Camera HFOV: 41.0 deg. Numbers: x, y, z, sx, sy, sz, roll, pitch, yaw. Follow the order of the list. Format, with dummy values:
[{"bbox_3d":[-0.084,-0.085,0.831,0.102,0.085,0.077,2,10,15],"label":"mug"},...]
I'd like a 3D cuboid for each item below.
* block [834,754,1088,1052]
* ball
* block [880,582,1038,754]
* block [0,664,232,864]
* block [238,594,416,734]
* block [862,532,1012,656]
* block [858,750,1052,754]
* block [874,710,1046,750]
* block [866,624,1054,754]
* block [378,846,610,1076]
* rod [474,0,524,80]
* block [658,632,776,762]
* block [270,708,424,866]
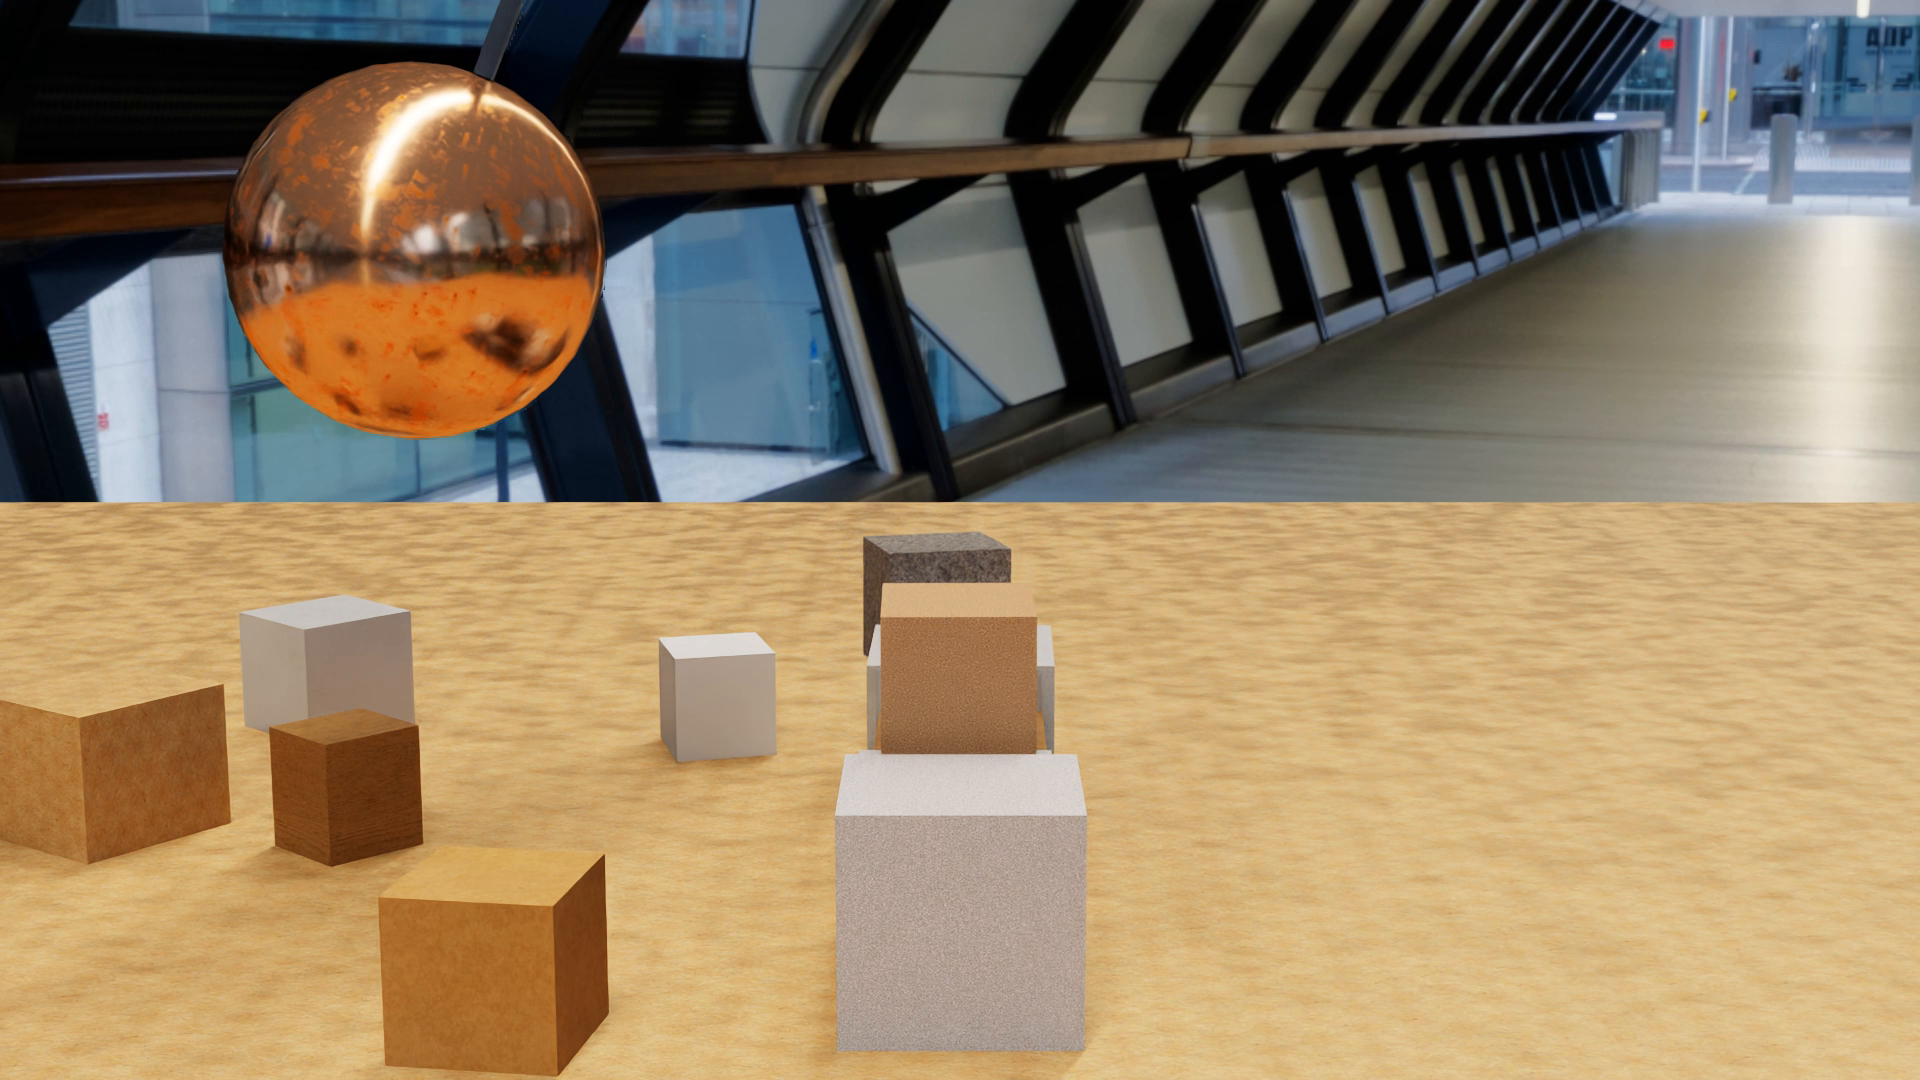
[{"bbox_3d":[0.004,1.348,9.668,0.902,0.889,0.839,0,10,0],"label":"block"},{"bbox_3d":[-2.320,-1.232,10.956,1.600,1.600,1.600,0,10,0],"label":"ball"},{"bbox_3d":[-0.010,0.580,10.399,0.612,0.692,0.681,0,10,-1],"label":"block"},{"bbox_3d":[-3.994,1.029,12.009,0.744,0.679,0.798,7,13,35],"label":"block"},{"bbox_3d":[-3.440,0.698,13.955,0.641,0.633,0.664,10,14,43],"label":"block"},{"bbox_3d":[-0.123,0.319,13.160,0.629,0.623,0.585,-2,9,-15],"label":"block"},{"bbox_3d":[-0.020,1.292,10.437,0.801,0.723,0.674,0,10,0],"label":"block"},{"bbox_3d":[0.002,1.173,11.125,0.724,0.711,0.705,0,10,0],"label":"block"},{"bbox_3d":[0.008,0.932,11.882,0.834,0.915,0.858,0,10,1],"label":"block"},{"bbox_3d":[-1.694,1.529,9.397,0.643,0.630,0.627,2,10,9],"label":"block"},{"bbox_3d":[-1.005,-4.317,10.396,0.080,5.200,0.080,22,10,-4],"label":"rod"},{"bbox_3d":[-1.281,0.821,13.523,0.524,0.546,0.525,-3,11,-16],"label":"block"},{"bbox_3d":[-2.817,1.128,11.785,0.467,0.564,0.492,10,14,43],"label":"block"}]
